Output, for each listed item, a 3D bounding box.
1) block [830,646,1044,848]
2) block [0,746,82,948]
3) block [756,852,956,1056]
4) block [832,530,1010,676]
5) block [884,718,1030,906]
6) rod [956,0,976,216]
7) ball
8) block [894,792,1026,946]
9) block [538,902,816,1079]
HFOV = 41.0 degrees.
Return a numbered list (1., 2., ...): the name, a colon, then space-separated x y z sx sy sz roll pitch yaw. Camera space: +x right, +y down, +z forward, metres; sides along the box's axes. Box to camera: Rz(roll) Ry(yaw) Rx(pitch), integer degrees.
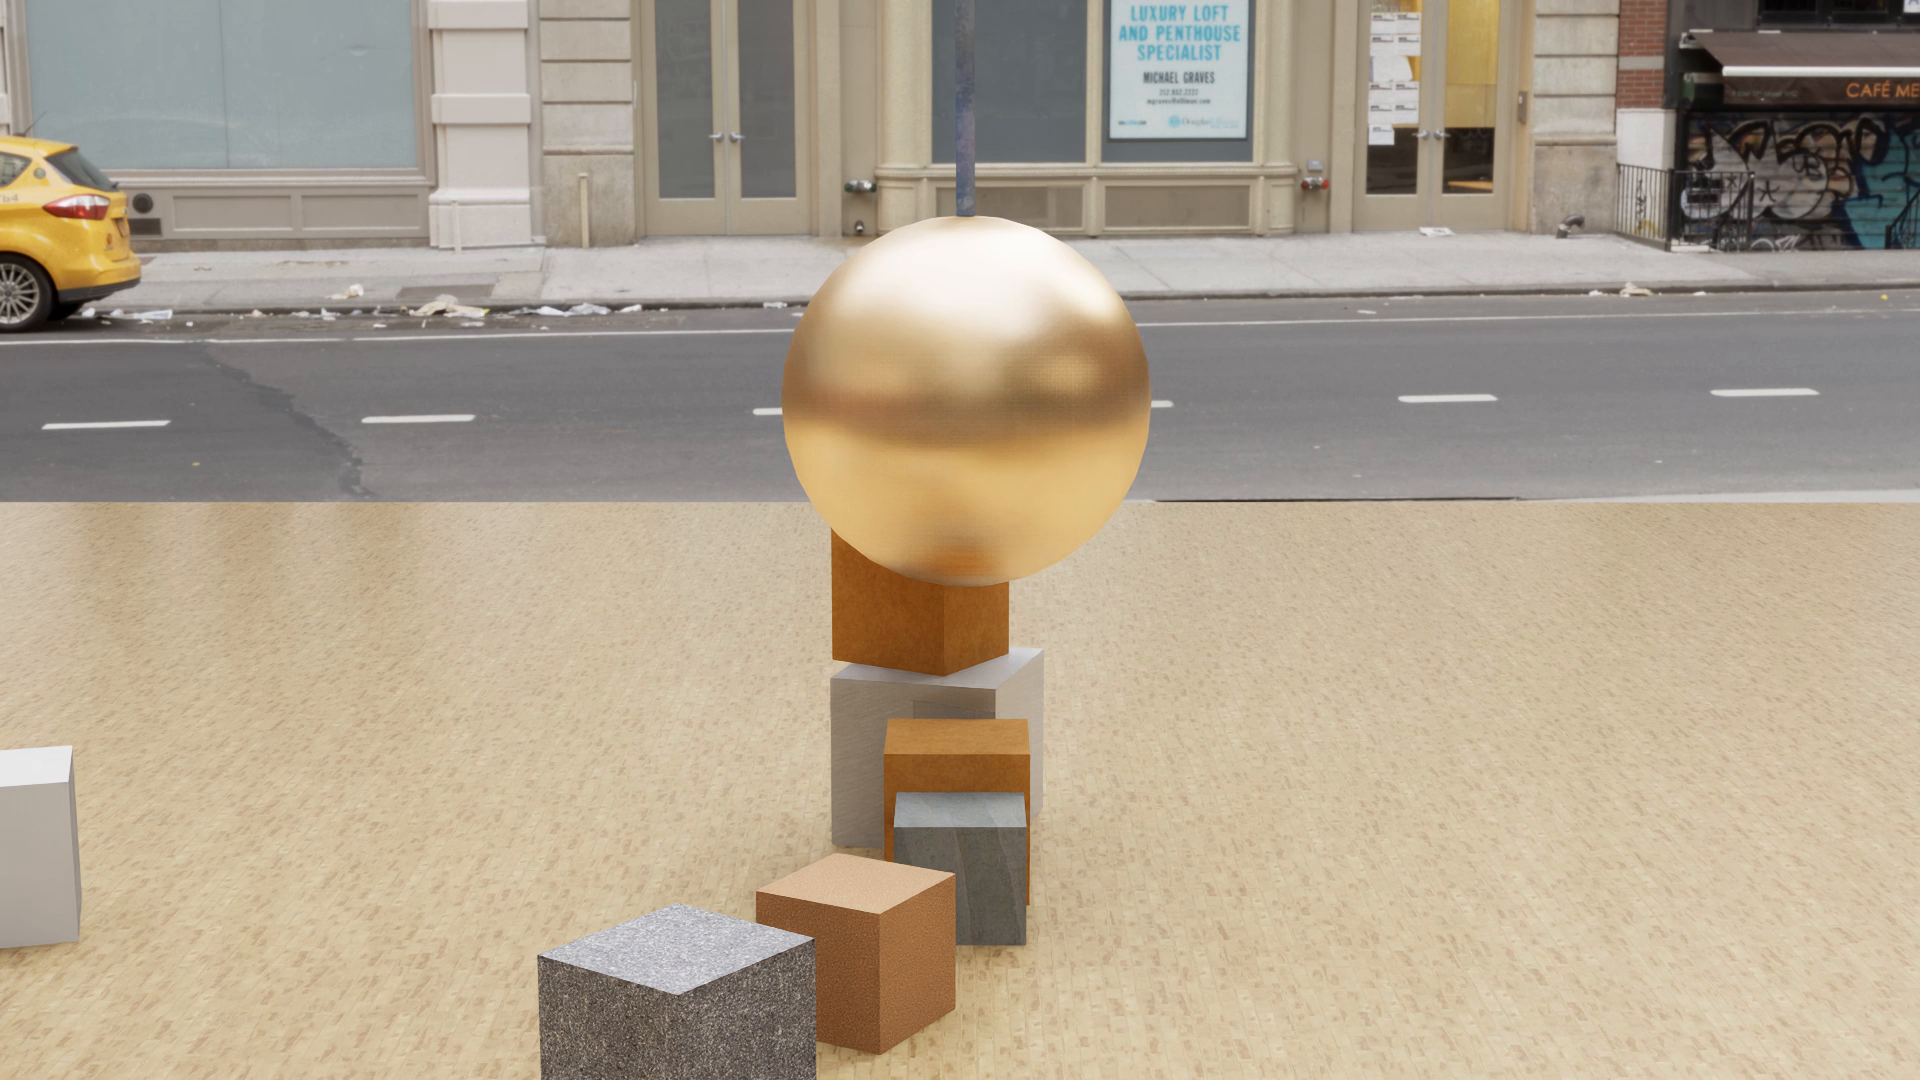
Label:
1. block: -0.095 0.963 12.064 0.784 0.789 0.857 3 11 16
2. block: -4.033 1.279 10.638 0.691 0.677 0.597 -3 11 -17
3. block: -0.385 1.538 9.612 0.537 0.534 0.544 6 12 29
4. block: -0.184 0.233 12.066 0.627 0.645 0.564 7 12 32
5. block: -0.011 1.180 11.214 0.620 0.666 0.605 0 10 0
6. rod: 0.012 -3.942 10.464 0.080 5.200 0.080 0 10 0
7. ball: 0.028 -0.597 11.072 1.600 1.600 1.600 0 10 0
8. block: 0.001 1.362 10.675 0.538 0.501 0.511 0 10 0
9. block: -0.966 1.667 8.825 0.646 0.563 0.693 8 13 36
